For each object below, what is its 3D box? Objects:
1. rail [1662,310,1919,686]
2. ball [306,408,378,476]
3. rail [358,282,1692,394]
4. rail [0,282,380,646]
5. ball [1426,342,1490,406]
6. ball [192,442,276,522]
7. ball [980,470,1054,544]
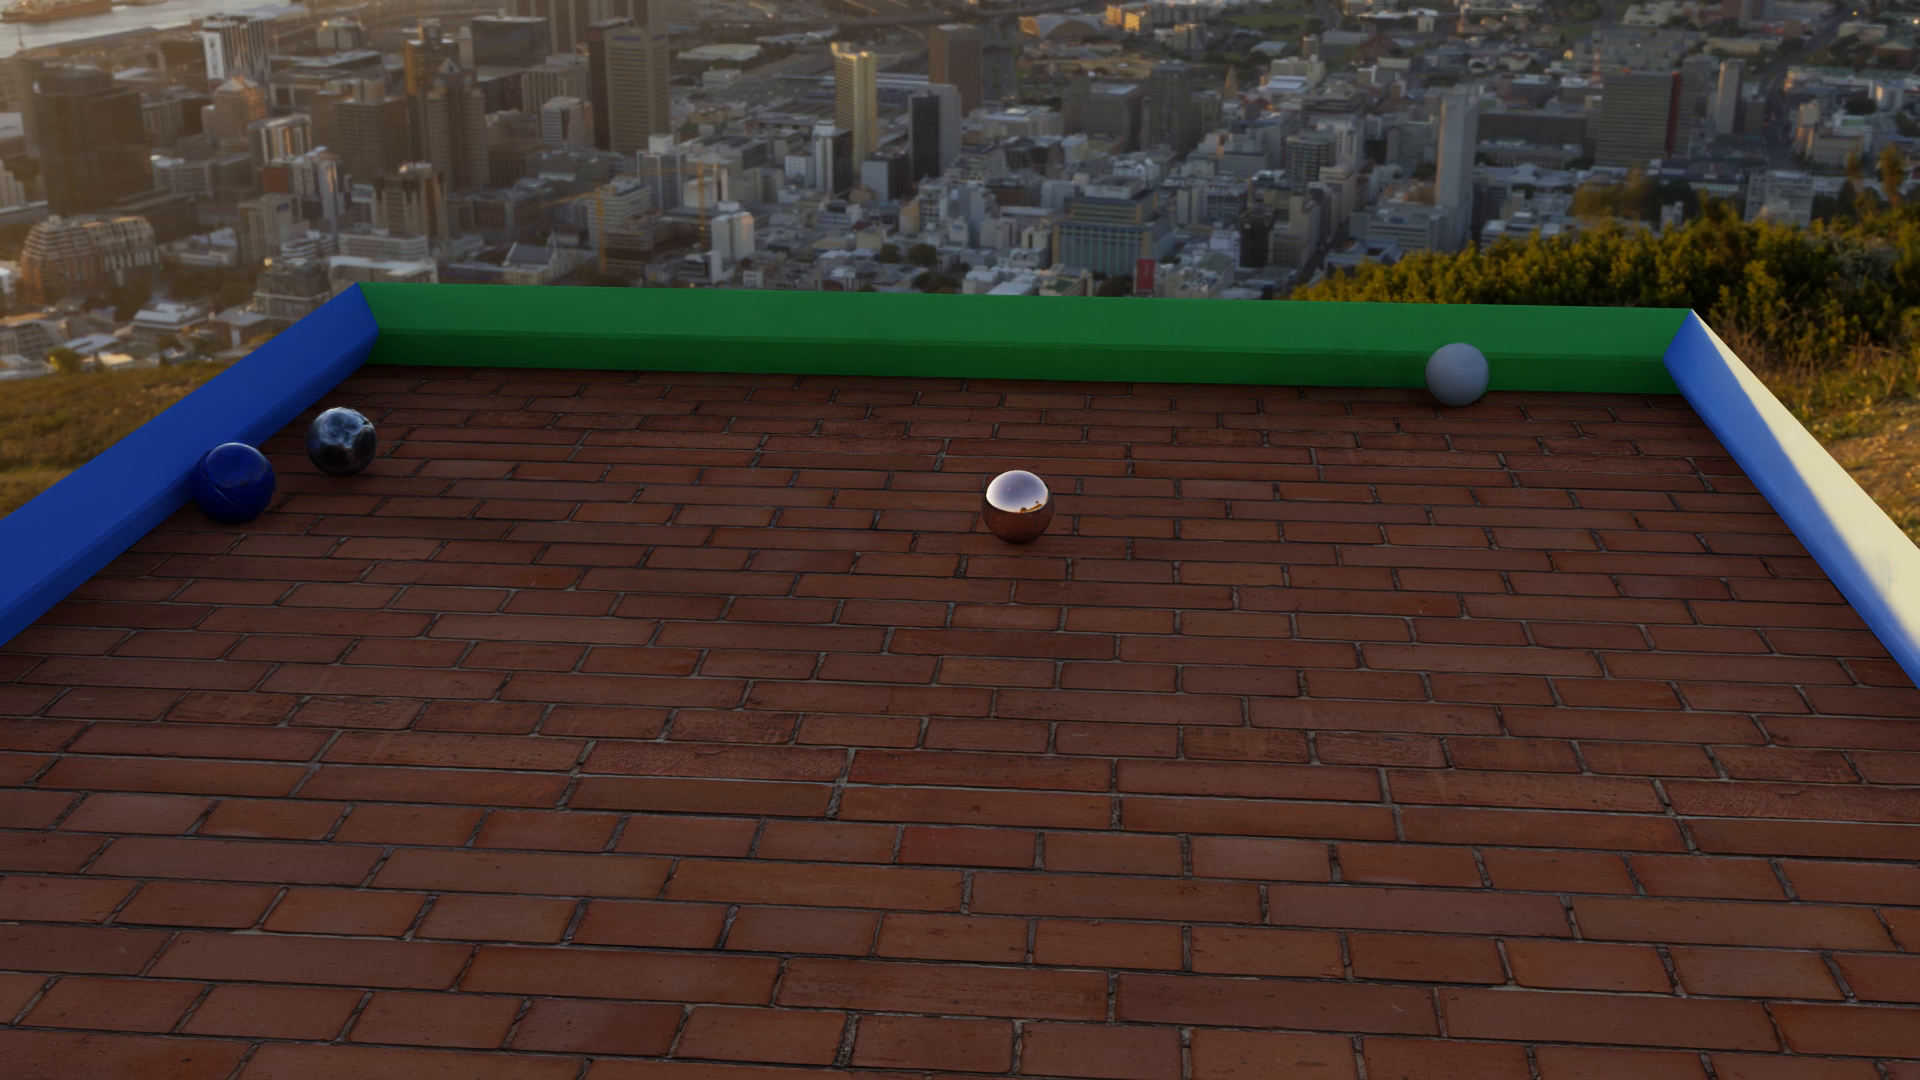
[{"bbox_3d":[0.900,0.297,1.637,0.045,0.127,3.391,2,20,5],"label":"rail"},{"bbox_3d":[-0.807,-0.128,2.869,0.090,0.090,0.090,0,20,0],"label":"ball"},{"bbox_3d":[0.070,-0.298,3.282,1.998,0.127,0.045,2,20,5],"label":"rail"},{"bbox_3d":[-1.044,0.240,1.793,0.045,0.127,3.391,2,20,5],"label":"rail"},{"bbox_3d":[0.718,-0.239,3.174,0.092,0.092,0.092,0,20,0],"label":"ball"},{"bbox_3d":[-0.892,-0.071,2.700,0.098,0.098,0.098,0,20,0],"label":"ball"},{"bbox_3d":[0.069,-0.040,2.630,0.088,0.088,0.088,0,20,0],"label":"ball"}]
